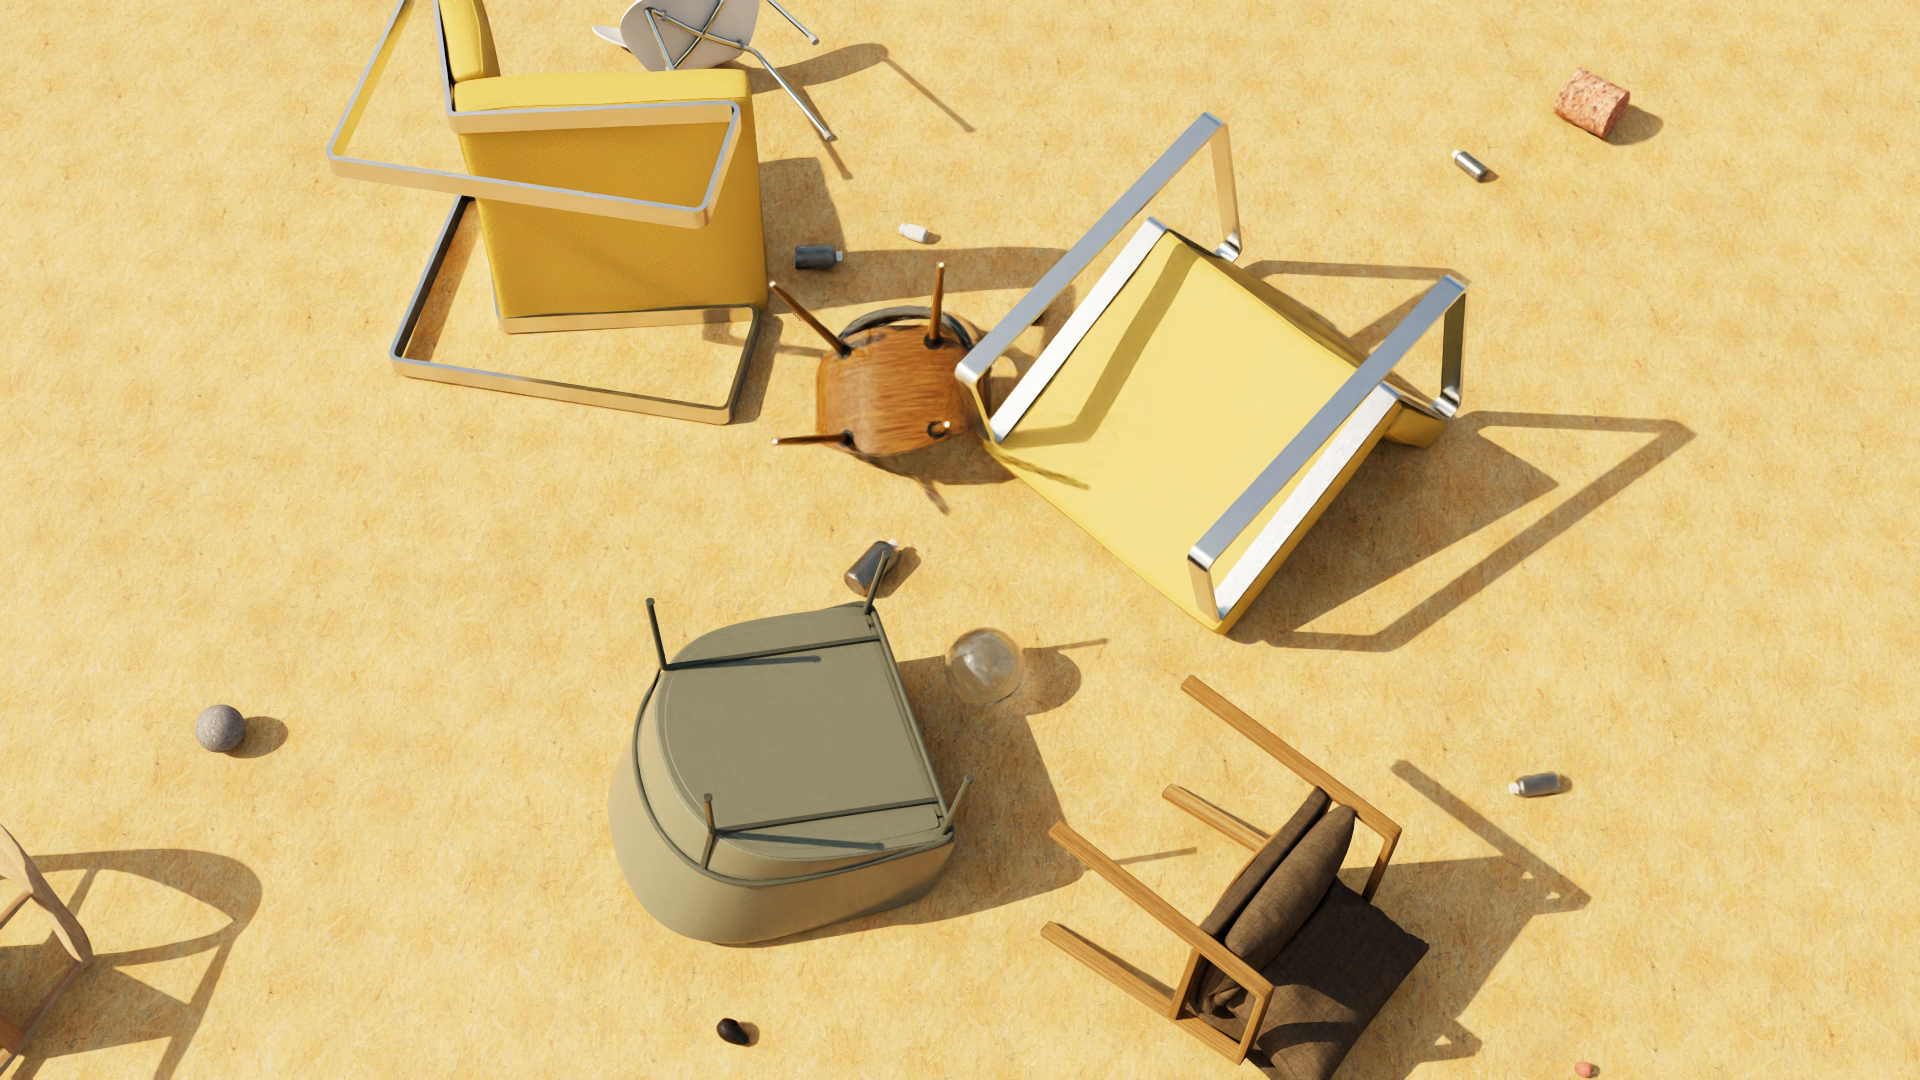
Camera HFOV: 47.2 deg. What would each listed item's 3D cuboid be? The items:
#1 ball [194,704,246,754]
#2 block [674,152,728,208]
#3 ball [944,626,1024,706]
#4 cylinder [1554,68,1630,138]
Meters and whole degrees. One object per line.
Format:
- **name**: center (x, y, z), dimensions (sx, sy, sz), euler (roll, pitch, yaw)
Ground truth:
- **ball**: center (-2.065, 0.526, 6.139), dimensions (0.136, 0.136, 0.136), euler (0, 56, 0)
- **block**: center (-0.859, -1.195, 7.315), dimensions (0.126, 0.070, 0.124), euler (31, 60, 2)
- **ball**: center (0.069, 0.356, 6.200), dimensions (0.224, 0.224, 0.224), euler (0, 56, 0)
- **cylinder**: center (2.144, -1.482, 7.461), dimensions (0.185, 0.181, 0.172), euler (34, 99, 20)
